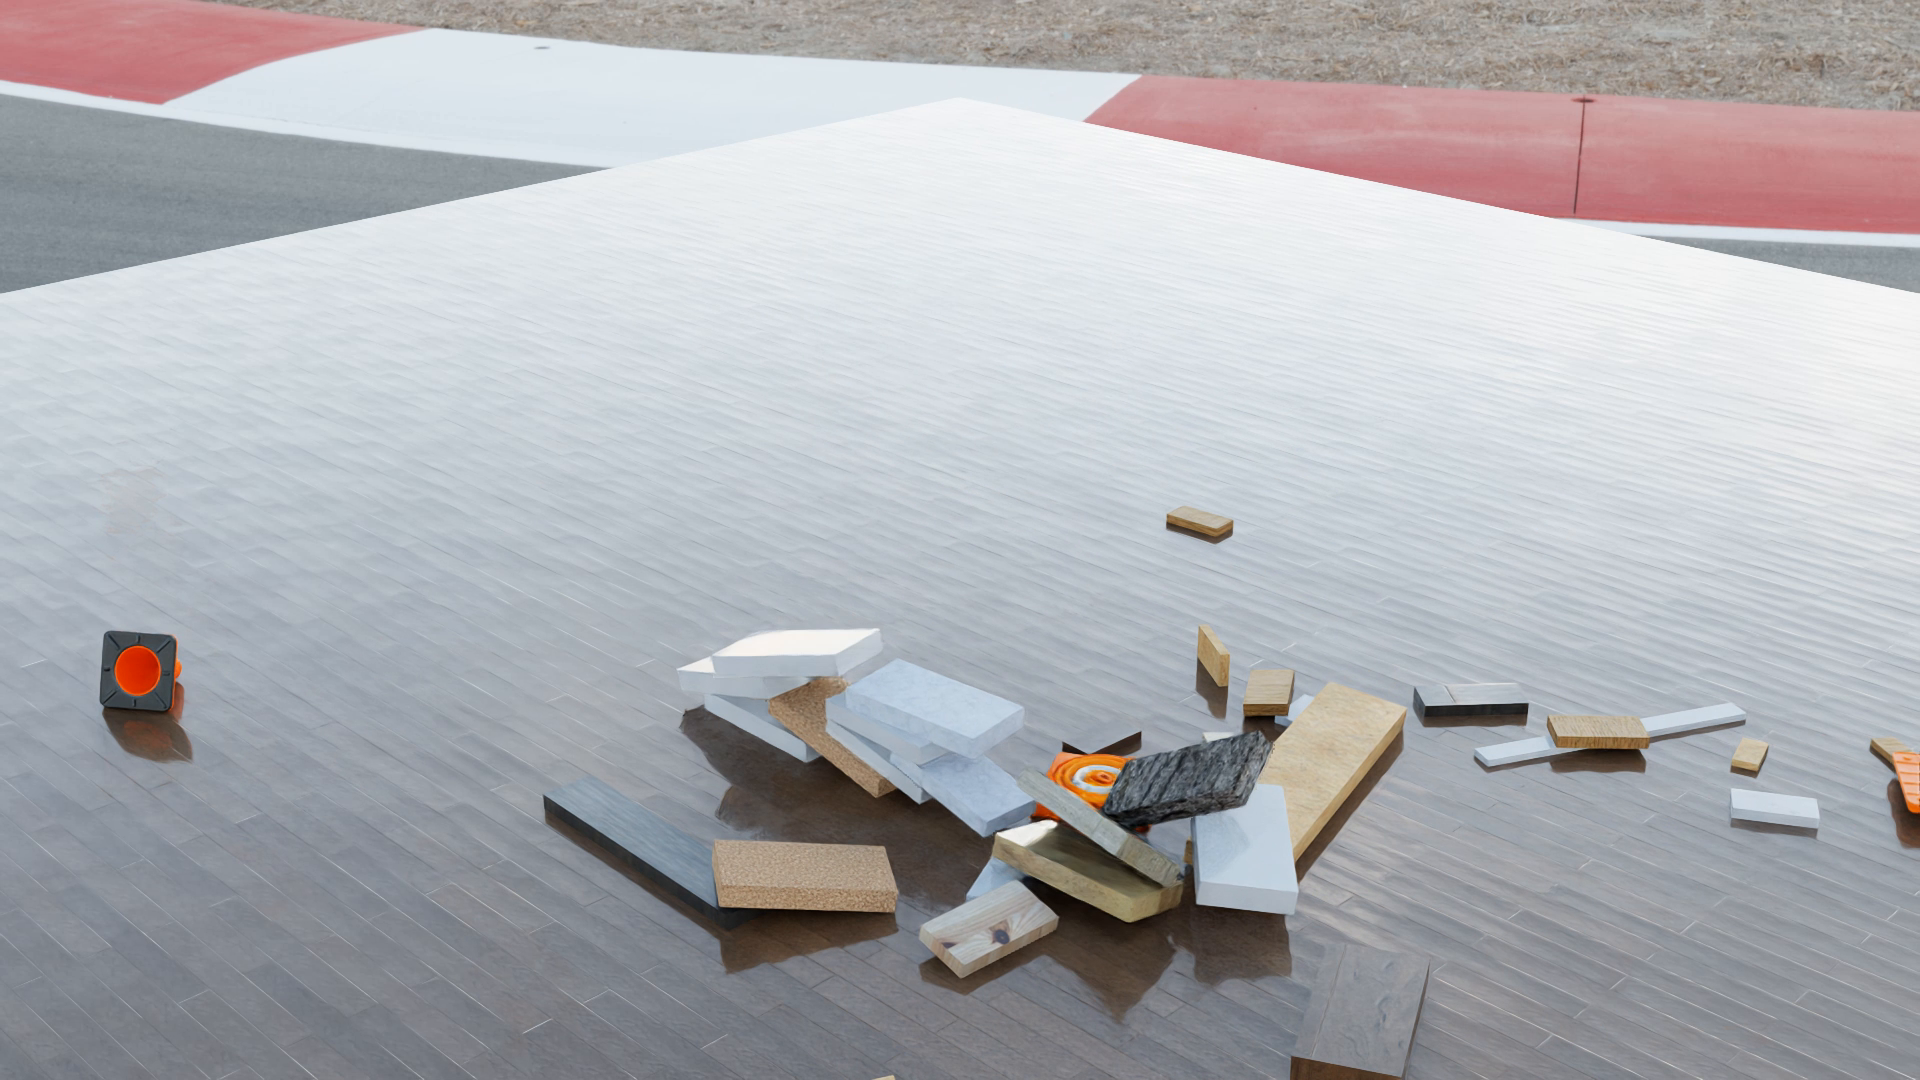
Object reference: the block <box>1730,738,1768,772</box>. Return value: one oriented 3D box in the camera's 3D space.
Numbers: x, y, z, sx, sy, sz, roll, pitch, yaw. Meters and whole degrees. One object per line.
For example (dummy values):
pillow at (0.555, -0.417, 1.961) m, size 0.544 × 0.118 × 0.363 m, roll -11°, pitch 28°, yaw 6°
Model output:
block at (1.678, 0.455, 4.669) m, size 0.054 × 0.015 × 0.109 m, roll 13°, pitch 26°, yaw 27°

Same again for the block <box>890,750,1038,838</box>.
block at (0.007, 0.482, 4.429) m, size 0.142 × 0.040 × 0.284 m, roll -20°, pitch 42°, yaw -39°

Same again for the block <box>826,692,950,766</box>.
block at (-0.129, 0.370, 4.513) m, size 0.142 × 0.040 × 0.284 m, roll -21°, pitch 31°, yaw -40°

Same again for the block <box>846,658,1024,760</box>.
block at (-0.052, 0.340, 4.473) m, size 0.330 × 0.047 × 0.165 m, roll 19°, pitch 31°, yaw 34°

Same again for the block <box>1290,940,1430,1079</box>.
block at (0.689, 0.818, 3.766) m, size 0.180 × 0.051 × 0.360 m, roll 7°, pitch 24°, yaw 17°

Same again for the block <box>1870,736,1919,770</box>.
block at (1.991, 0.452, 4.675) m, size 0.054 × 0.015 × 0.109 m, roll -4°, pitch 23°, yaw -9°

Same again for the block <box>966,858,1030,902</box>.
block at (0.078, 0.653, 4.191) m, size 0.082 × 0.023 × 0.165 m, roll 8°, pitch 24°, yaw 18°

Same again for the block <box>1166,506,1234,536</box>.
block at (0.638, -0.051, 5.852) m, size 0.160 × 0.023 × 0.080 m, roll 18°, pitch 29°, yaw 37°

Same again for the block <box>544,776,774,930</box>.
block at (-0.594, 0.603, 4.296) m, size 0.118 × 0.034 × 0.613 m, roll -20°, pitch 30°, yaw -39°

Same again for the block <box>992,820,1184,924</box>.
block at (0.240, 0.624, 4.166) m, size 0.329 × 0.047 × 0.165 m, roll 21°, pitch 17°, yaw 36°

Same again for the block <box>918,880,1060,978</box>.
block at (0.054, 0.708, 4.016) m, size 0.237 × 0.034 × 0.118 m, roll -19°, pitch 44°, yaw -38°

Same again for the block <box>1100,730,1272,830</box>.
block at (0.436, 0.472, 4.284) m, size 0.329 × 0.047 × 0.165 m, roll -18°, pitch 26°, yaw 40°

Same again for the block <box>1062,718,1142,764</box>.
block at (0.305, 0.430, 4.718) m, size 0.160 × 0.023 × 0.080 m, roll -19°, pitch 30°, yaw -38°

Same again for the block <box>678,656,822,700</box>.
block at (-0.453, 0.288, 4.813) m, size 0.172 × 0.049 × 0.344 m, roll -21°, pitch 13°, yaw -37°

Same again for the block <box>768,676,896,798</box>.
block at (-0.227, 0.405, 4.648) m, size 0.172 × 0.049 × 0.344 m, roll -22°, pitch 44°, yaw -41°

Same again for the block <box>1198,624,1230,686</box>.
block at (0.580, 0.263, 5.037) m, size 0.023 × 0.080 × 0.160 m, roll -5°, pitch 23°, yaw -11°

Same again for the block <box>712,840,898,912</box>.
block at (-0.294, 0.633, 4.145) m, size 0.329 × 0.047 × 0.165 m, roll 4°, pitch 22°, yaw -13°

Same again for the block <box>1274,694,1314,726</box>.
block at (0.754, 0.380, 4.843) m, size 0.064 × 0.018 × 0.128 m, roll 17°, pitch 28°, yaw 35°

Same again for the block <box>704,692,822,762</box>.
block at (-0.384, 0.377, 4.809) m, size 0.172 × 0.049 × 0.344 m, roll -21°, pitch 31°, yaw -40°

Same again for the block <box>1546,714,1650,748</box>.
block at (1.368, 0.411, 4.717) m, size 0.194 × 0.028 × 0.097 m, roll 1°, pitch 23°, yaw 2°

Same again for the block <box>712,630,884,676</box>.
block at (-0.347, 0.240, 4.671) m, size 0.330 × 0.047 × 0.165 m, roll -2°, pitch 15°, yaw 34°

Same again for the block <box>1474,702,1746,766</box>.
block at (1.411, 0.419, 4.753) m, size 0.650 × 0.015 × 0.054 m, roll -8°, pitch 24°, yaw -18°

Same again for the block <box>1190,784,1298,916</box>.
block at (0.535, 0.577, 4.184) m, size 0.180 × 0.051 × 0.360 m, roll 6°, pitch 26°, yaw 0°

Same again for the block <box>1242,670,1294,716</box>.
block at (0.689, 0.339, 4.900) m, size 0.097 × 0.028 × 0.194 m, roll -1°, pitch 19°, yaw 14°

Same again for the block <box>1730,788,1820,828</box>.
block at (1.648, 0.543, 4.451) m, size 0.165 × 0.023 × 0.082 m, roll 6°, pitch 24°, yaw 14°

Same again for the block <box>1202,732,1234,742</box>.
block at (0.568, 0.474, 4.618) m, size 0.064 × 0.018 × 0.264 m, roll -1°, pitch 23°, yaw -6°

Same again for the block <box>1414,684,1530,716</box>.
block at (1.135, 0.355, 4.888) m, size 0.231 × 0.028 × 0.097 m, roll -1°, pitch 23°, yaw -3°

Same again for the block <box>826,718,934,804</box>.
block at (-0.129, 0.430, 4.552) m, size 0.284 × 0.040 × 0.142 m, roll 34°, pitch 39°, yaw 33°

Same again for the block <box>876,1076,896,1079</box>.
block at (-0.126, 0.944, 3.492) m, size 0.118 × 0.034 × 0.237 m, roll -8°, pitch 24°, yaw -18°

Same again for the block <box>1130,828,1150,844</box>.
block at (0.301, 0.603, 4.317) m, size 0.128 × 0.018 × 0.064 m, roll -12°, pitch 26°, yaw -27°

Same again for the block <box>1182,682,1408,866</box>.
block at (0.701, 0.492, 4.508) m, size 0.180 × 0.051 × 0.776 m, roll 19°, pitch 29°, yaw 24°

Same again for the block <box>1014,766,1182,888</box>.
block at (0.259, 0.541, 4.168) m, size 0.165 × 0.047 × 0.330 m, roll 35°, pitch -3°, yaw -37°
